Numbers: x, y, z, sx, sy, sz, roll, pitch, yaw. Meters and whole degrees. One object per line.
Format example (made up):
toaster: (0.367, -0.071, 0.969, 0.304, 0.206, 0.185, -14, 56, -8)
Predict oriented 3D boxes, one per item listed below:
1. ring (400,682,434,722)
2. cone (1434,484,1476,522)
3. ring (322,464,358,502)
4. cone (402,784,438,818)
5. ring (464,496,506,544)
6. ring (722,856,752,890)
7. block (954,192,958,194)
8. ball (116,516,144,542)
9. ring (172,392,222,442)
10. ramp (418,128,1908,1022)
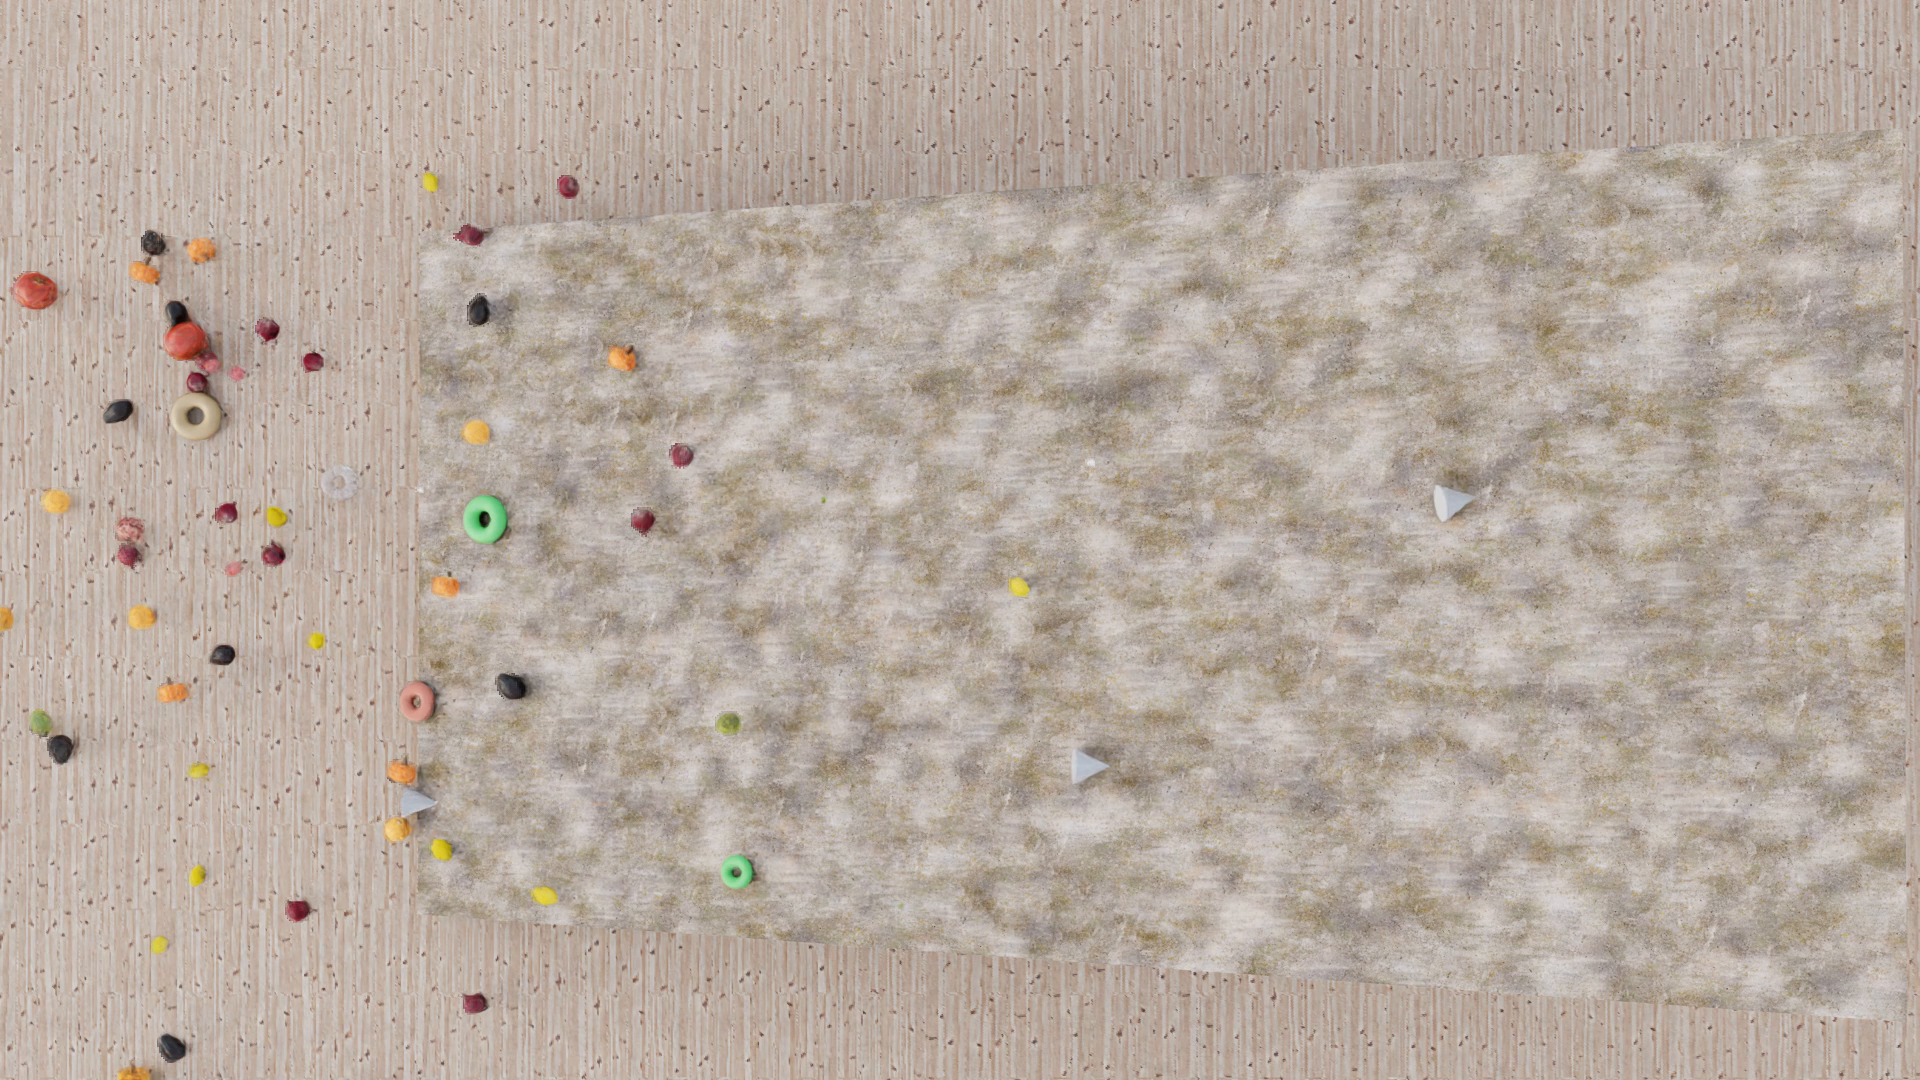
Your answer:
ring: (-1.583, 0.474, 6.416, 0.118, 0.039, 0.118, -1, 88, 26)
cone: (1.196, -0.096, 5.277, 0.089, 0.089, 0.089, -11, 89, -5)
ring: (-1.840, -0.169, 6.521, 0.109, 0.036, 0.109, 0, 90, 1)
cone: (-1.568, 0.763, 6.403, 0.097, 0.097, 0.097, 5, 89, -4)
ring: (-1.366, -0.059, 6.330, 0.140, 0.047, 0.140, 0, 91, 23)
ring: (-0.610, 0.910, 6.014, 0.094, 0.031, 0.094, -1, 88, 22)
block: (-0.021, -0.990, 6.520, 0.056, 0.056, 0.056, -28, 89, 0)
ball: (-2.453, -0.031, 6.497, 0.075, 0.075, 0.075, 0, 89, 0)
ring: (-2.264, -0.367, 6.517, 0.148, 0.049, 0.148, 0, 90, -1)
ramp: (0.283, 0.086, 5.727, 4.000, 0.100, 2.000, 0, 89, 22)
